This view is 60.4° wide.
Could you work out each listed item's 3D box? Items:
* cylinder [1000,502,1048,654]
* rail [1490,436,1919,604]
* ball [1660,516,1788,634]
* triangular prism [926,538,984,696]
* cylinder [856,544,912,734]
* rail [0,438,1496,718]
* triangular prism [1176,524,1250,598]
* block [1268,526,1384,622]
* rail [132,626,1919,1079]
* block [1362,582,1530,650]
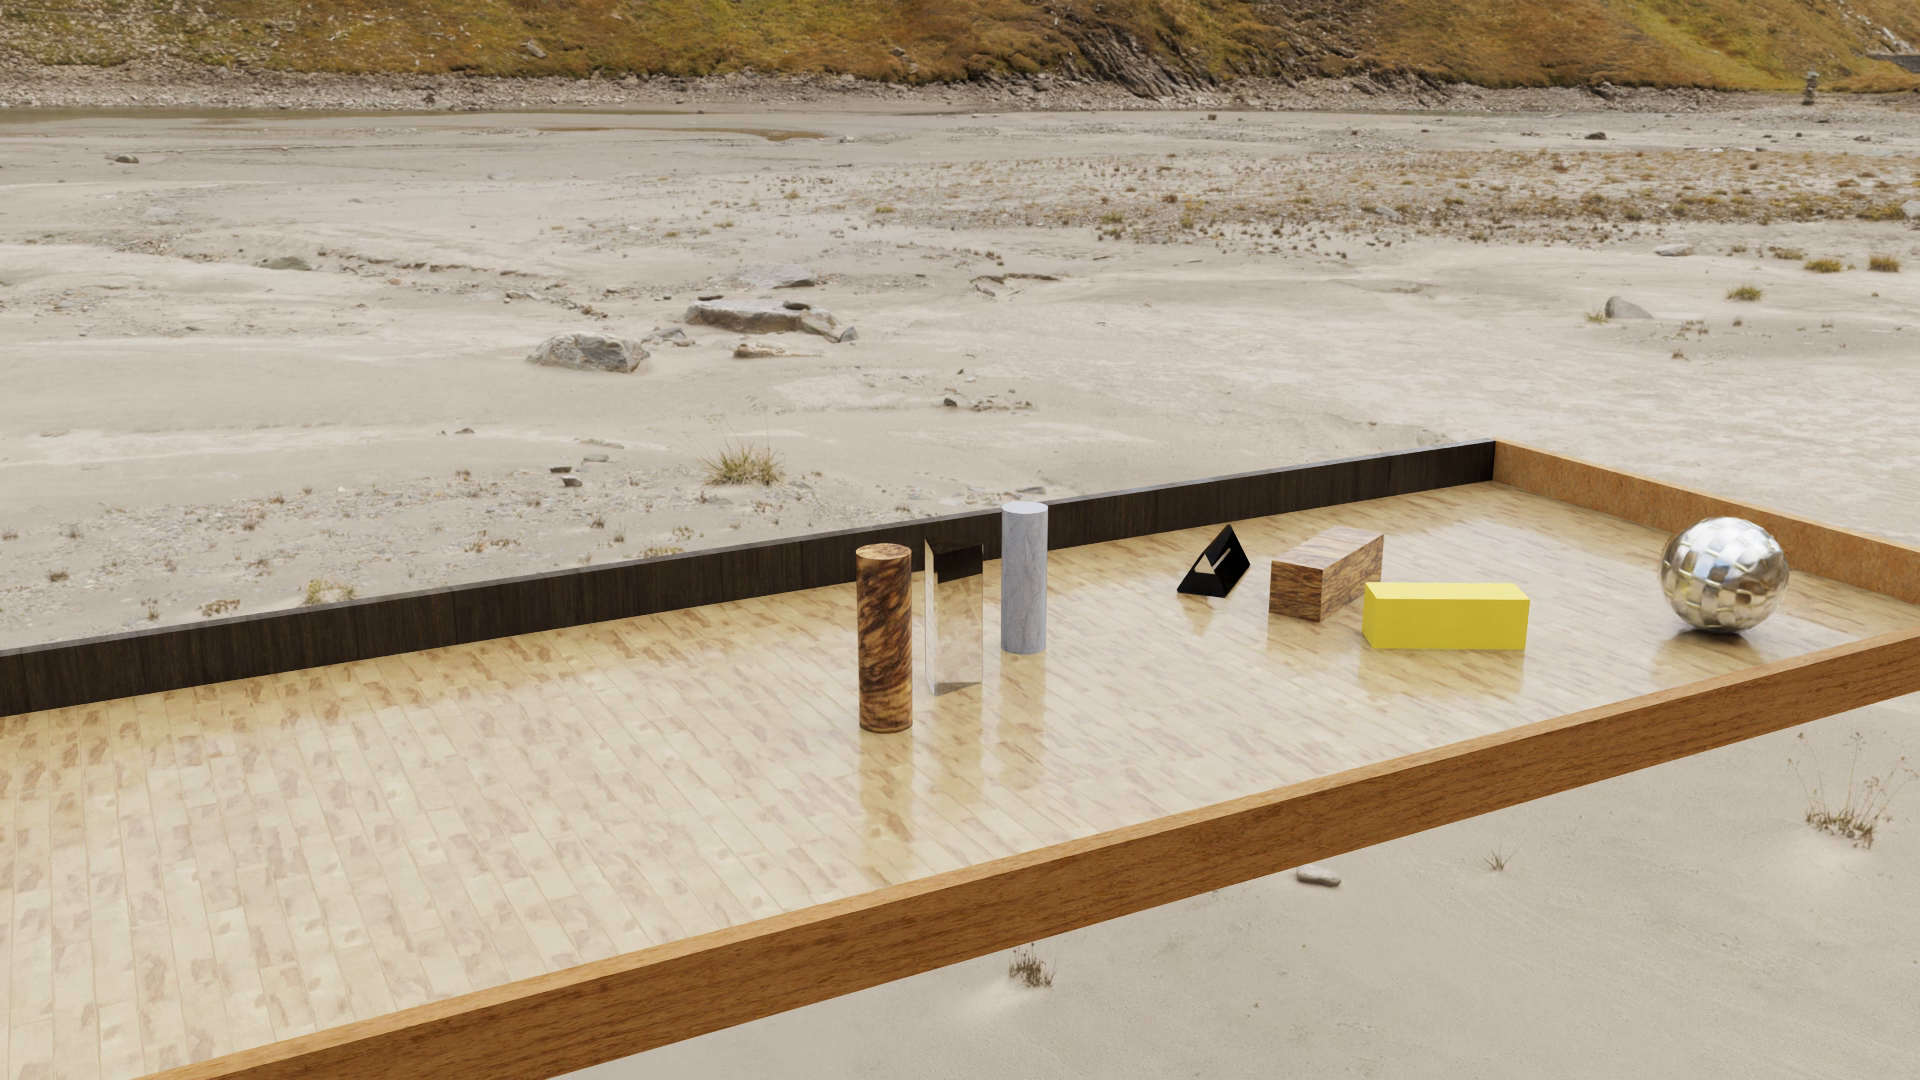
[{"bbox_3d":[0.169,0.100,4.334,0.120,0.384,0.120,0,16,0],"label":"cylinder"},{"bbox_3d":[2.466,-0.048,5.253,0.050,0.150,2.100,-9,18,-27],"label":"rail"},{"bbox_3d":[2.069,0.094,4.470,0.318,0.318,0.318,0,16,0],"label":"ball"},{"bbox_3d":[-0.043,0.182,4.093,0.151,0.363,0.131,-13,21,-38],"label":"triangular prism"},{"bbox_3d":[-0.174,0.229,3.826,0.127,0.423,0.127,0,16,0],"label":"cylinder"},{"bbox_3d":[-3.305,0.497,3.399,12.000,0.150,0.050,-9,18,-27],"label":"rail"},{"bbox_3d":[0.764,0.054,4.935,0.145,0.125,0.330,7,18,21],"label":"triangular prism"},{"bbox_3d":[1.063,0.093,4.766,0.154,0.154,0.440,11,20,34],"label":"block"},{"bbox_3d":[-2.336,1.006,1.665,12.000,0.150,0.050,-9,18,-27],"label":"rail"},{"bbox_3d":[1.297,0.202,4.419,0.401,0.139,0.139,0,16,1],"label":"block"}]
